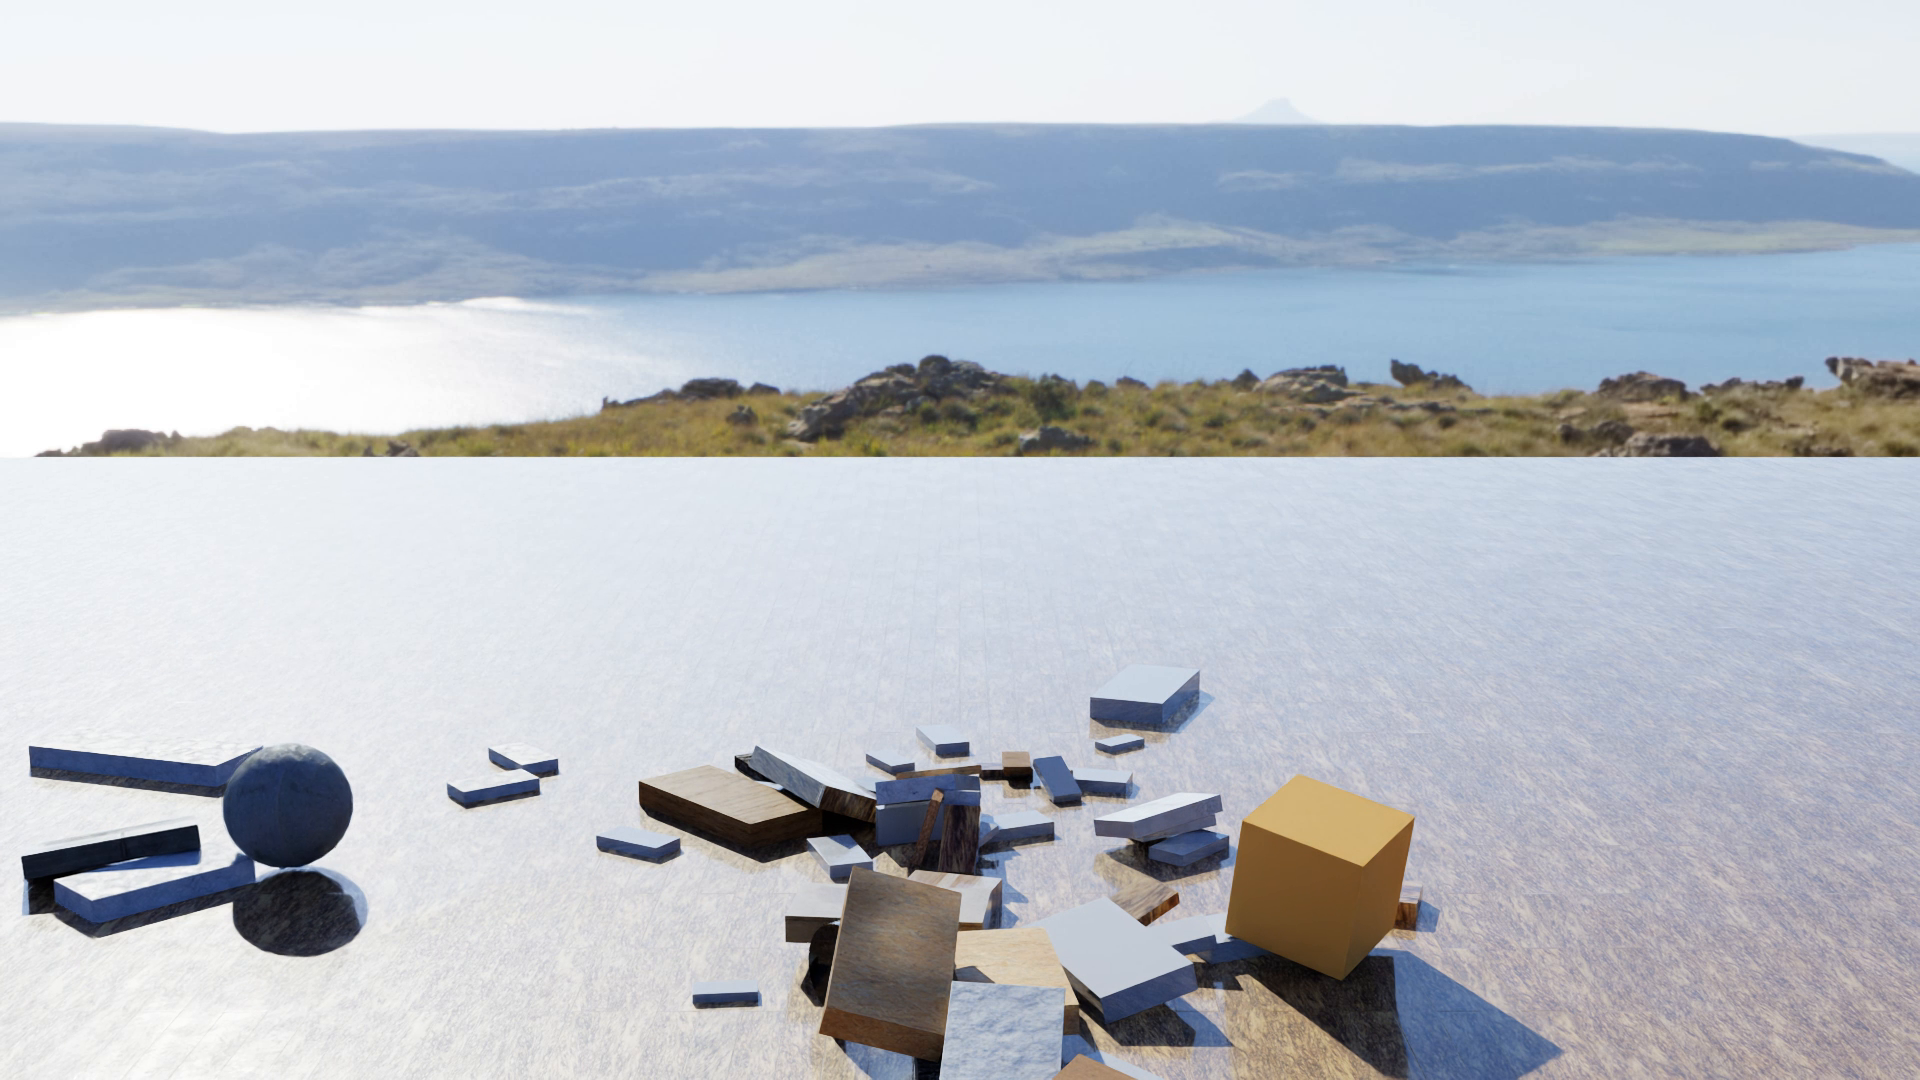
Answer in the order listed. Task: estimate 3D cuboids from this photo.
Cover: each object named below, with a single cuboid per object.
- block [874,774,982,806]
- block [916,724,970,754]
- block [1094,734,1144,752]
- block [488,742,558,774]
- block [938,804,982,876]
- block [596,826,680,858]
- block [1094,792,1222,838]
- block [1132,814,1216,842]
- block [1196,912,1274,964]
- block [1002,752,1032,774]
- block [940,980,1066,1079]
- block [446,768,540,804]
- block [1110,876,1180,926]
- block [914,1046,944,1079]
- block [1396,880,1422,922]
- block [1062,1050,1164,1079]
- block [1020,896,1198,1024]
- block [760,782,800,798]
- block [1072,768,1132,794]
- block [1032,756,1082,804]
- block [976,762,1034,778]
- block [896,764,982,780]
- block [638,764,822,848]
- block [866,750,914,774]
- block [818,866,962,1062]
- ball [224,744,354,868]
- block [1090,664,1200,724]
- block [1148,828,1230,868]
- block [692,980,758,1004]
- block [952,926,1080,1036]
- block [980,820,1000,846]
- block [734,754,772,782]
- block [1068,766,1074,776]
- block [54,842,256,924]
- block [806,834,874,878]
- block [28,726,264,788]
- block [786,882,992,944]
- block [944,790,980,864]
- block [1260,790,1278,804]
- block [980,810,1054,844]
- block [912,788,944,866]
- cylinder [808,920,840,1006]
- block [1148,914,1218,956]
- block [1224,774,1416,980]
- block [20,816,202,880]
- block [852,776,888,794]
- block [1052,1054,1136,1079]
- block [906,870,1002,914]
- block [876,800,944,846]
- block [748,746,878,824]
[{"bbox_3d":[-0.055,0.455,3.995,0.141,0.040,0.296,-7,-8,8],"label":"block"},{"bbox_3d":[-0.037,0.413,4.567,0.072,0.021,0.145,-3,11,-17],"label":"block"},{"bbox_3d":[0.330,0.420,4.548,0.095,0.014,0.048,-8,13,-38],"label":"block"},{"bbox_3d":[-0.878,0.439,4.422,0.078,0.022,0.157,-8,13,-36],"label":"block"},{"bbox_3d":[0.000,0.516,3.779,0.062,0.123,0.017,2,-30,9],"label":"block"},{"bbox_3d":[-0.571,0.536,3.907,0.136,0.019,0.068,6,12,31],"label":"block"},{"bbox_3d":[0.355,0.492,3.934,0.213,0.030,0.107,-11,3,-37],"label":"block"},{"bbox_3d":[0.379,0.513,3.950,0.145,0.021,0.072,-10,3,-19],"label":"block"},{"bbox_3d":[0.464,0.615,3.450,0.224,0.032,0.112,-5,11,-23],"label":"block"},{"bbox_3d":[0.112,0.441,4.349,0.054,0.015,0.107,0,11,-1],"label":"block"},{"bbox_3d":[0.053,0.682,2.817,0.152,0.043,0.304,3,27,4],"label":"block"},{"bbox_3d":[-0.899,0.473,4.236,0.157,0.022,0.078,-8,13,-36],"label":"block"},{"bbox_3d":[0.266,0.590,3.485,0.156,0.022,0.078,-27,30,-35],"label":"block"},{"bbox_3d":[0.014,0.694,2.992,0.152,0.043,0.304,-1,11,-3],"label":"block"},{"bbox_3d":[0.648,0.584,3.617,0.213,0.030,0.107,3,11,16],"label":"block"},{"bbox_3d":[0.212,0.720,2.909,0.078,0.022,0.156,-9,14,-40],"label":"block"},{"bbox_3d":[0.218,0.624,3.285,0.150,0.042,0.300,-17,16,-18],"label":"block"},{"bbox_3d":[-0.357,0.481,4.209,0.115,0.016,0.058,3,11,16],"label":"block"},{"bbox_3d":[0.254,0.466,4.275,0.154,0.022,0.077,3,11,14],"label":"block"},{"bbox_3d":[0.186,0.458,4.213,0.058,0.016,0.115,-5,34,-19],"label":"block"},{"bbox_3d":[0.089,0.454,4.358,0.107,0.015,0.054,-1,11,-4],"label":"block"},{"bbox_3d":[-0.043,0.442,4.165,0.058,0.016,0.317,-4,-6,-21],"label":"block"},{"bbox_3d":[-0.428,0.491,4.076,0.162,0.046,0.355,-9,14,-41],"label":"block"},{"bbox_3d":[-0.140,0.444,4.413,0.054,0.015,0.107,-6,12,-30],"label":"block"},{"bbox_3d":[-0.091,0.579,3.030,0.162,0.046,0.324,14,26,-3],"label":"block"},{"bbox_3d":[-1.151,0.456,3.770,0.214,0.214,0.214,0,11,0],"label":"ball"},{"bbox_3d":[0.414,0.340,4.890,0.162,0.046,0.324,4,11,20],"label":"block"},{"bbox_3d":[0.404,0.541,3.877,0.072,0.021,0.145,9,14,39],"label":"block"},{"bbox_3d":[-0.345,0.664,3.234,0.095,0.014,0.048,-1,11,-6],"label":"block"},{"bbox_3d":[0.068,0.626,3.121,0.152,0.043,0.304,-2,10,-7],"label":"block"},{"bbox_3d":[0.018,0.529,3.886,0.050,0.014,0.101,9,29,41],"label":"block"},{"bbox_3d":[-0.372,0.454,4.340,0.078,0.022,0.189,-6,12,-28],"label":"block"},{"bbox_3d":[0.182,0.445,4.295,0.048,0.014,0.095,-3,11,-16],"label":"block"},{"bbox_3d":[-1.342,0.569,3.670,0.141,0.040,0.282,10,15,43],"label":"block"},{"bbox_3d":[-0.209,0.550,3.827,0.077,0.022,0.154,-4,11,-18],"label":"block"},{"bbox_3d":[-1.628,0.432,4.402,0.445,0.043,0.151,4,11,18],"label":"block"},{"bbox_3d":[-0.108,0.578,3.386,0.300,0.042,0.150,1,11,6],"label":"block"},{"bbox_3d":[0.002,0.498,3.825,0.062,0.123,0.017,2,-1,8],"label":"block"},{"bbox_3d":[0.606,0.494,4.144,0.050,0.014,0.101,6,12,28],"label":"block"},{"bbox_3d":[0.085,0.520,3.986,0.154,0.022,0.077,-5,12,-24],"label":"block"},{"bbox_3d":[-0.055,0.498,3.822,0.017,0.123,0.062,18,14,3],"label":"block"},{"bbox_3d":[-0.117,0.608,3.175,0.145,0.145,0.145,-9,14,-41],"label":"cylinder"},{"bbox_3d":[0.308,0.617,3.367,0.156,0.022,0.078,-13,15,-5],"label":"block"},{"bbox_3d":[0.553,0.514,3.379,0.198,0.198,0.198,19,26,29],"label":"block"},{"bbox_3d":[-1.456,0.526,3.777,0.282,0.040,0.141,-9,3,-21],"label":"block"},{"bbox_3d":[-0.149,0.480,4.207,0.136,0.019,0.068,8,13,36],"label":"block"},{"bbox_3d":[0.251,0.721,2.690,0.292,0.032,0.112,20,18,22],"label":"block"},{"bbox_3d":[-0.045,0.600,3.500,0.150,0.042,0.300,3,11,16],"label":"block"},{"bbox_3d":[-0.083,0.506,3.937,0.136,0.068,0.019,-3,11,-18],"label":"block"},{"bbox_3d":[-0.262,0.458,4.110,0.151,0.043,0.302,20,-1,-32],"label":"block"}]
